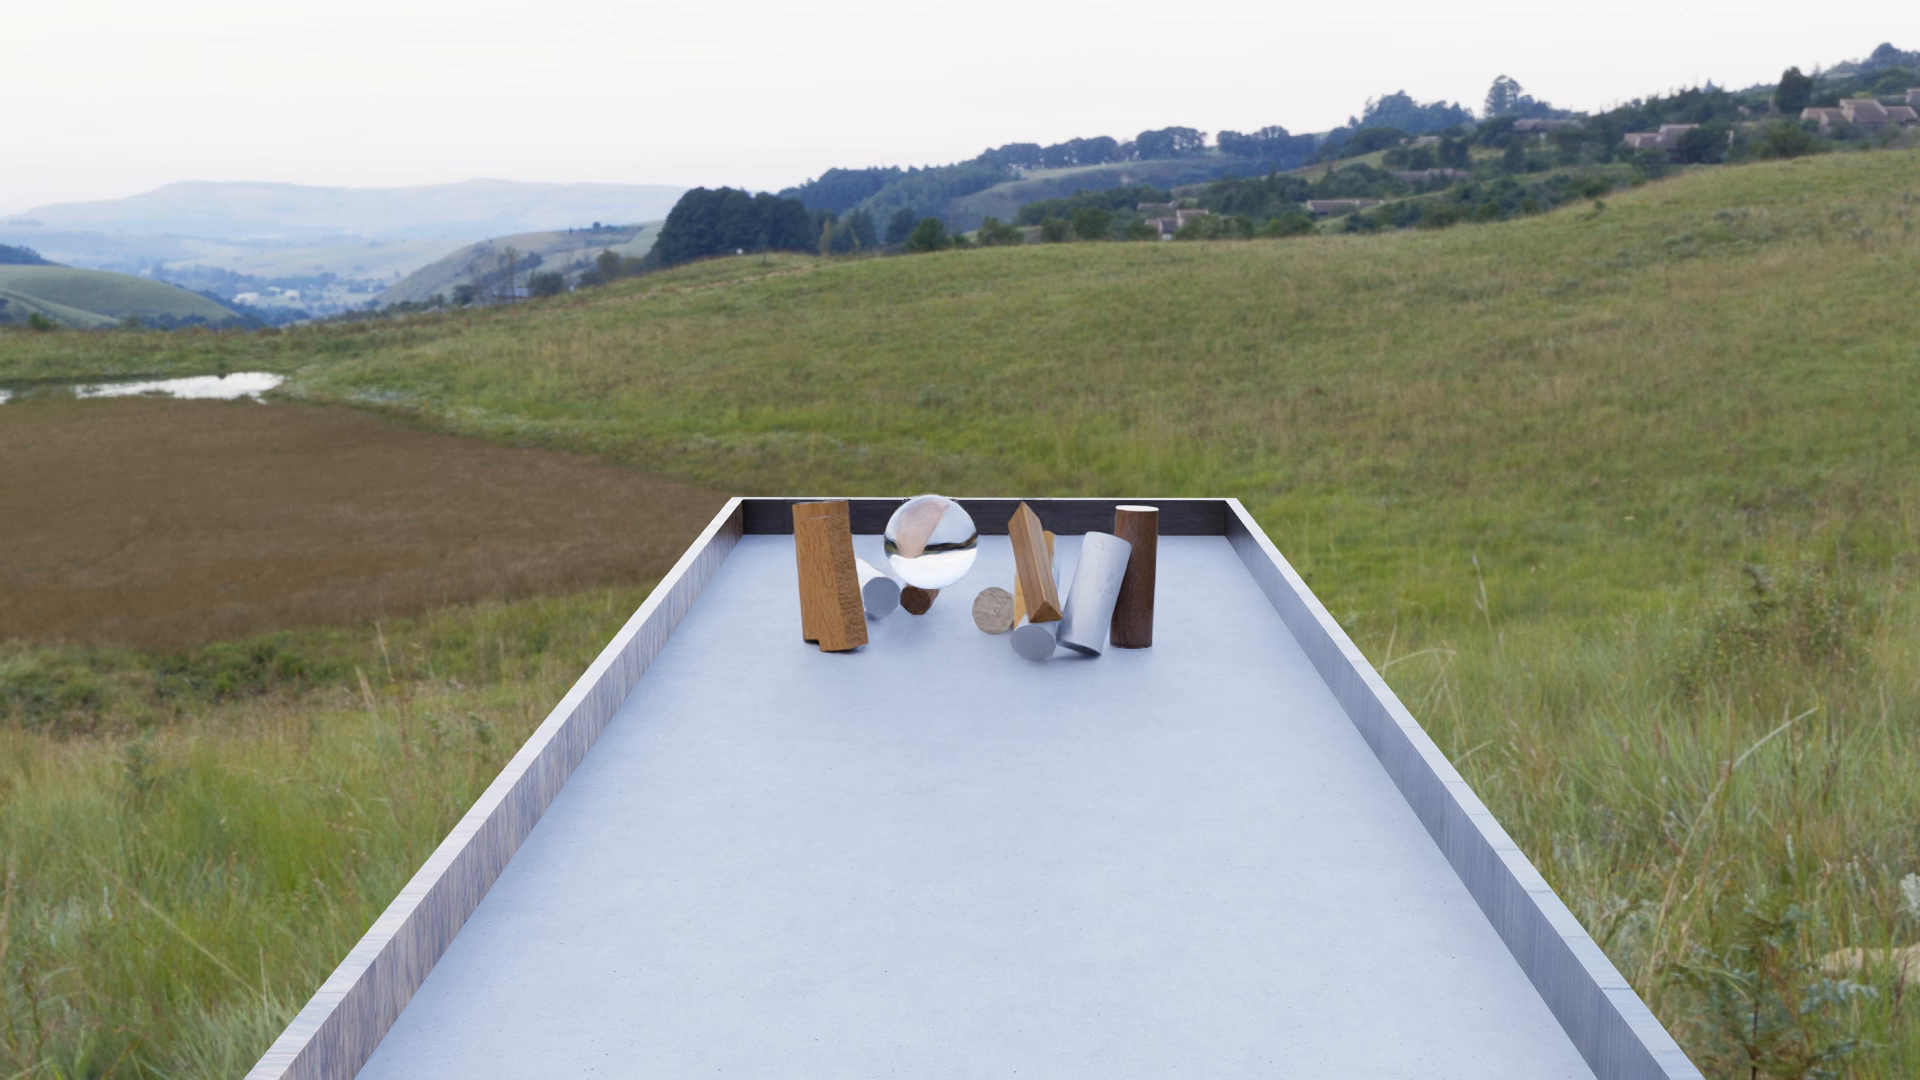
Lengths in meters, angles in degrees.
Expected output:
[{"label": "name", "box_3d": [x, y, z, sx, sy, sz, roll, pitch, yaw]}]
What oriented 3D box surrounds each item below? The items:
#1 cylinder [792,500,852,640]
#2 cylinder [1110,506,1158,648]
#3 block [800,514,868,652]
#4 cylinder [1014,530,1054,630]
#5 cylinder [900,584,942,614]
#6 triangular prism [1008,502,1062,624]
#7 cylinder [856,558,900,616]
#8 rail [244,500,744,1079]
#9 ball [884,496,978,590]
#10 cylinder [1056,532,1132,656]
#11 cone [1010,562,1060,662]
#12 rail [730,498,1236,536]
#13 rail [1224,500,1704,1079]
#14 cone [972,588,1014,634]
[{"label": "cylinder", "box_3d": [-0.426, 0.094, 6.982, 0.179, 0.426, 0.179, -5, 1, 0]}, {"label": "cylinder", "box_3d": [0.546, 0.114, 6.903, 0.135, 0.429, 0.135, 2, 7, 0]}, {"label": "block", "box_3d": [-0.390, 0.132, 6.821, 0.108, 0.410, 0.108, -7, 4, 38]}, {"label": "cylinder", "box_3d": [0.233, 0.144, 6.958, 0.119, 0.340, 0.119, 2, -4, 0]}, {"label": "cylinder", "box_3d": [-0.092, 0.107, 7.550, 0.110, 0.110, 0.406, 3, 29, 17]}, {"label": "triangular prism", "box_3d": [0.227, 0.062, 6.744, 0.101, 0.087, 0.447, -8, 43, -3]}, {"label": "cylinder", "box_3d": [-0.313, 0.159, 7.460, 0.136, 0.136, 0.374, -2, 9, -15]}, {"label": "rail", "box_3d": [-1.004, 0.839, 3.234, 0.050, 0.150, 12.000, 0, 9, 1]}, {"label": "ball", "box_3d": [-0.097, 0.008, 7.304, 0.315, 0.315, 0.315, 0, 9, 0]}, {"label": "cylinder", "box_3d": [0.409, 0.165, 6.752, 0.150, 0.352, 0.150, 16, -11, 3]}, {"label": "cone", "box_3d": [0.271, 0.185, 6.822, 0.137, 0.137, 0.452, 2, 35, 14]}, {"label": "rail", "box_3d": [0.099, -0.098, 9.147, 2.100, 0.150, 0.050, 0, 9, 1]}, {"label": "rail", "box_3d": [1.046, 0.843, 3.208, 0.050, 0.150, 12.000, 0, 9, 1]}, {"label": "cone", "box_3d": [0.208, 0.235, 7.286, 0.154, 0.154, 0.455, 4, 0, 26]}]
